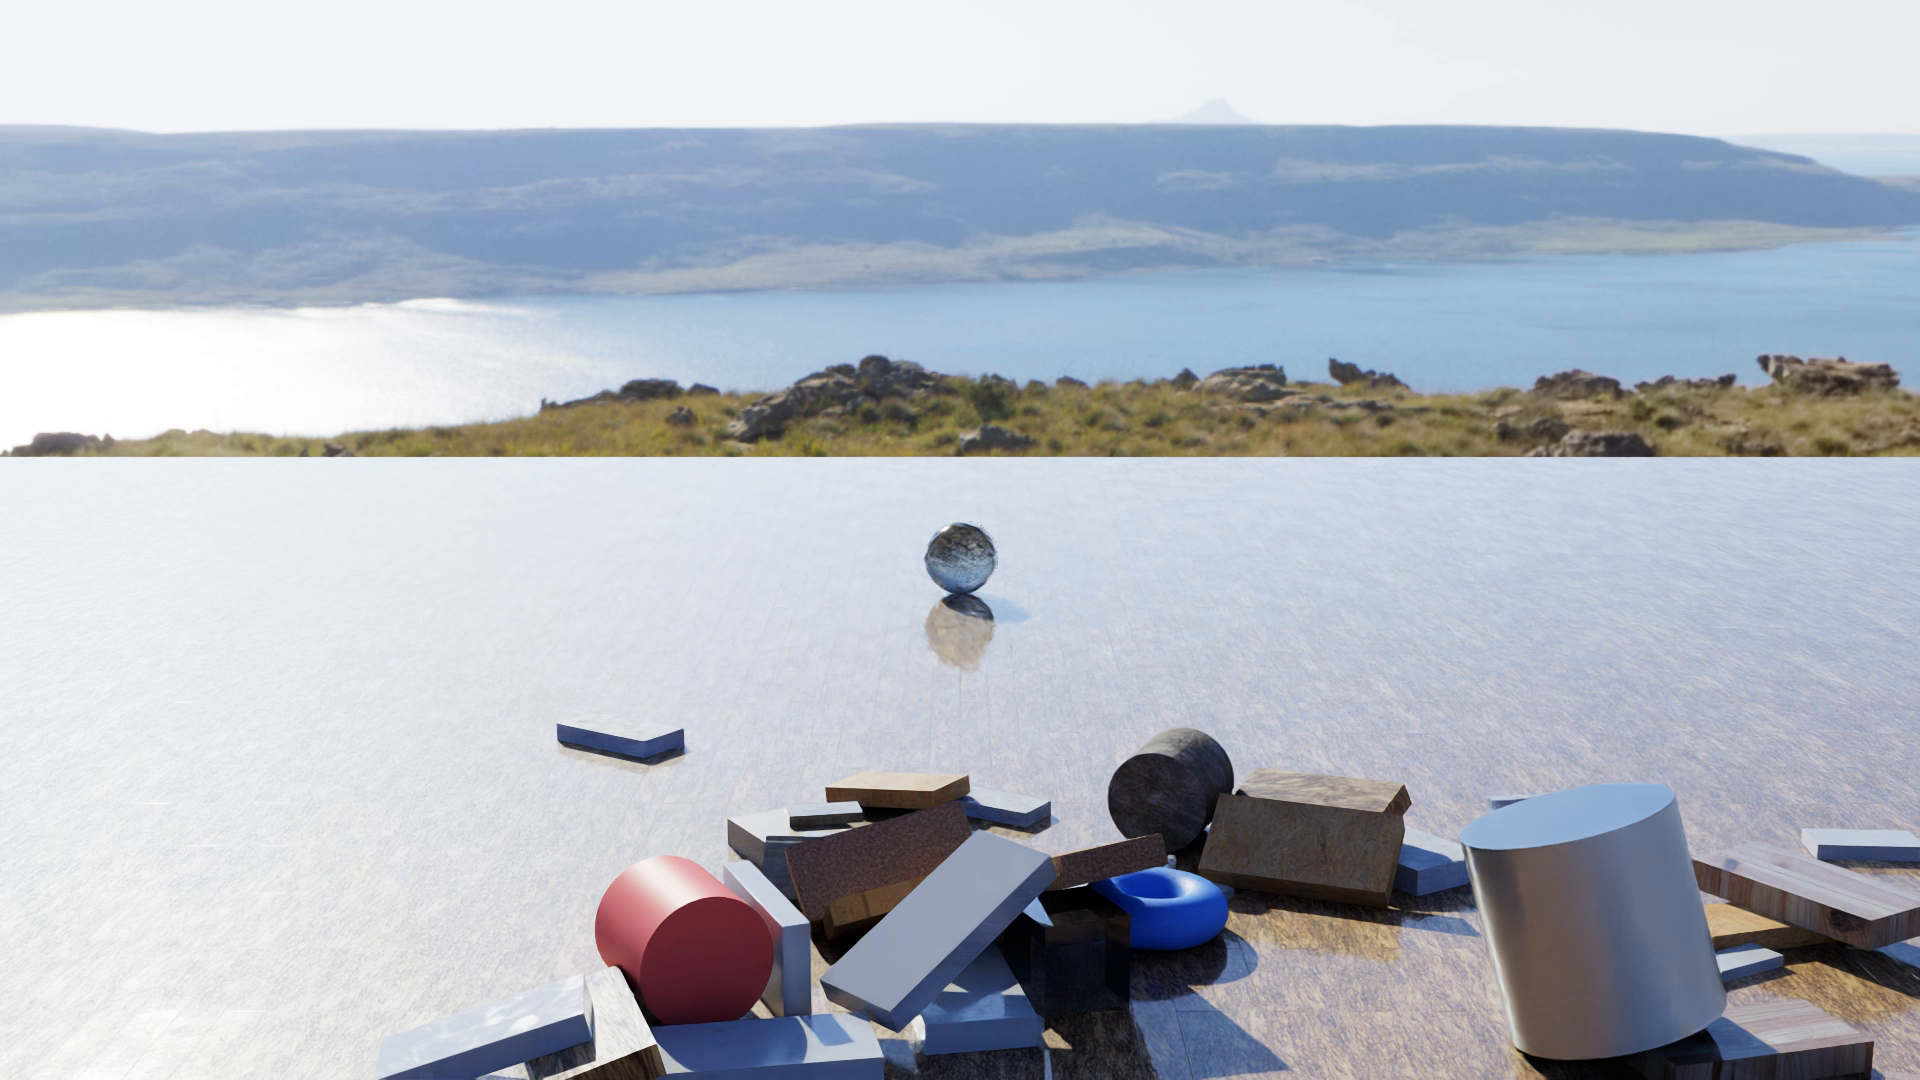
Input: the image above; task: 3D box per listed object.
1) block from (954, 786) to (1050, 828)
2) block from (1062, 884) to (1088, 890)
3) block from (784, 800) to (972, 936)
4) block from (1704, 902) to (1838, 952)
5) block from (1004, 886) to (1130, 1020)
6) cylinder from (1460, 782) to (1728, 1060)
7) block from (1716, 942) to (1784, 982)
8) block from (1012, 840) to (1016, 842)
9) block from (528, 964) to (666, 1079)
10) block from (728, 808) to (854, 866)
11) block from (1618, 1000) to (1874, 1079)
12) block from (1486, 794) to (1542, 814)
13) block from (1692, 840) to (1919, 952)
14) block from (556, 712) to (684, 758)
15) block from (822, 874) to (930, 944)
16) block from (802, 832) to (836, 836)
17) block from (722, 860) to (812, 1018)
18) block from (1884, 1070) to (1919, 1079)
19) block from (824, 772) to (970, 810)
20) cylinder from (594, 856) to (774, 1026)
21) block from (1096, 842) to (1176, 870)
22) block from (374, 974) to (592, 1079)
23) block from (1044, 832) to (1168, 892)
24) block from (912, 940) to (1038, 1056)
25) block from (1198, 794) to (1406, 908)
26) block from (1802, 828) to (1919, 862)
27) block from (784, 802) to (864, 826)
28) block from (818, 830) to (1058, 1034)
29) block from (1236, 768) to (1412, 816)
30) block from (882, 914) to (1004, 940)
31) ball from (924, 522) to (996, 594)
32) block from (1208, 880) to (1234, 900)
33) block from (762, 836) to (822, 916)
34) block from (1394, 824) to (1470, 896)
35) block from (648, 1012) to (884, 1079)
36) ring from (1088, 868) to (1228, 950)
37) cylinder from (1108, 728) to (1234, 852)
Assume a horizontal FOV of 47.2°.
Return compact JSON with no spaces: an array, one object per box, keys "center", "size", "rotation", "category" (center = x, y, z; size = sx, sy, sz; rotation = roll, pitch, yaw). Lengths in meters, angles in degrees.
[{"center":[0.067,0.496,4.103],"size":[0.185,0.026,0.092],"rotation":[7,12,31],"category":"block"},{"center":[0.184,0.579,3.685],"size":[0.054,0.015,0.108],"rotation":[-2,11,-13],"category":"block"},{"center":[-0.119,0.526,3.533],"size":[0.295,0.042,0.148],"rotation":[-14,50,-11],"category":"block"},{"center":[1.223,0.610,3.465],"size":[0.313,0.035,0.122],"rotation":[-3,11,-18],"category":"block"},{"center":[0.157,0.603,3.225],"size":[0.137,0.137,0.137],"rotation":[-5,11,-23],"category":"block"},{"center":[0.871,0.520,3.032],"size":[0.294,0.294,0.294],"rotation":[-15,3,1],"category":"cylinder"},{"center":[1.081,0.652,3.287],"size":[0.361,0.018,0.063],"rotation":[-6,12,-29],"category":"block"},{"center":[0.068,0.549,3.847],"size":[0.054,0.015,0.108],"rotation":[1,11,3],"category":"block"},{"center":[-0.505,0.672,2.965],"size":[0.158,0.045,0.316],"rotation":[-19,13,-14],"category":"block"},{"center":[-0.255,0.538,3.817],"size":[0.171,0.048,0.341],"rotation":[-6,12,-30],"category":"block"},{"center":[1.067,0.692,3.003],"size":[0.304,0.043,0.152],"rotation":[-3,11,-16],"category":"block"},{"center":[1.026,0.499,3.906],"size":[0.184,0.092,0.026],"rotation":[-2,11,-9],"category":"block"},{"center":[1.354,0.562,3.499],"size":[0.171,0.048,0.341],"rotation":[-6,12,-31],"category":"block"},{"center":[-0.707,0.404,4.578],"size":[0.245,0.035,0.122],"rotation":[7,13,34],"category":"block"},{"center":[-0.068,0.559,3.409],"size":[0.282,0.040,0.141],"rotation":[-13,-19,-12],"category":"block"},{"center":[-0.206,0.518,3.741],"size":[0.131,0.019,0.066],"rotation":[2,11,9],"category":"block"},{"center":[-0.288,0.592,3.256],"size":[0.042,0.148,0.295],"rotation":[-4,11,-22],"category":"block"},{"center":[1.228,0.746,2.713],"size":[0.152,0.043,0.304],"rotation":[4,11,20],"category":"block"},{"center":[-0.118,0.470,4.135],"size":[0.245,0.035,0.122],"rotation":[-2,8,33],"category":"block"},{"center":[-0.400,0.580,3.173],"size":[0.200,0.200,0.200],"rotation":[-5,12,-27],"category":"cylinder"},{"center":[0.291,0.553,3.671],"size":[0.142,0.071,0.020],"rotation":[7,7,32],"category":"block"},{"center":[-0.634,0.668,2.942],"size":[0.282,0.040,0.141],"rotation":[-17,13,-6],"category":"block"},{"center":[0.174,0.512,3.429],"size":[0.171,0.048,0.341],"rotation":[-9,-9,-21],"category":"block"},{"center":[0.000,0.656,3.190],"size":[0.158,0.045,0.316],"rotation":[-2,11,-11],"category":"block"},{"center":[0.574,0.519,3.691],"size":[0.315,0.045,0.157],"rotation":[4,49,22],"category":"block"},{"center":[1.593,0.538,3.879],"size":[0.184,0.026,0.092],"rotation":[1,11,4],"category":"block"},{"center":[-0.242,0.487,3.909],"size":[0.131,0.019,0.066],"rotation":[-2,11,-11],"category":"block"},{"center":[-0.028,0.558,3.170],"size":[0.148,0.042,0.350],"rotation":[13,42,44],"category":"block"},{"center":[0.616,0.480,3.867],"size":[0.315,0.045,0.158],"rotation":[1,34,44],"category":"block"},{"center":[0.047,0.583,3.373],"size":[0.304,0.043,0.152],"rotation":[2,-7,-43],"category":"block"},{"center":[0.001,0.050,6.037],"size":[0.197,0.197,0.197],"rotation":[0,11,0],"category":"ball"},{"center":[0.398,0.589,3.632],"size":[0.054,0.015,0.108],"rotation":[10,14,43],"category":"block"},{"center":[-0.181,0.550,3.592],"size":[0.282,0.040,0.141],"rotation":[1,37,0],"category":"block"},{"center":[0.739,0.539,3.823],"size":[0.158,0.045,0.315],"rotation":[-7,13,-33],"category":"block"},{"center":[-0.270,0.698,2.965],"size":[0.316,0.045,0.158],"rotation":[-2,11,-10],"category":"block"},{"center":[0.307,0.584,3.489],"size":[0.238,0.079,0.238],"rotation":[1,10,0],"category":"ring"},{"center":[0.380,0.447,3.945],"size":[0.182,0.182,0.182],"rotation":[4,11,22],"category":"cylinder"}]
